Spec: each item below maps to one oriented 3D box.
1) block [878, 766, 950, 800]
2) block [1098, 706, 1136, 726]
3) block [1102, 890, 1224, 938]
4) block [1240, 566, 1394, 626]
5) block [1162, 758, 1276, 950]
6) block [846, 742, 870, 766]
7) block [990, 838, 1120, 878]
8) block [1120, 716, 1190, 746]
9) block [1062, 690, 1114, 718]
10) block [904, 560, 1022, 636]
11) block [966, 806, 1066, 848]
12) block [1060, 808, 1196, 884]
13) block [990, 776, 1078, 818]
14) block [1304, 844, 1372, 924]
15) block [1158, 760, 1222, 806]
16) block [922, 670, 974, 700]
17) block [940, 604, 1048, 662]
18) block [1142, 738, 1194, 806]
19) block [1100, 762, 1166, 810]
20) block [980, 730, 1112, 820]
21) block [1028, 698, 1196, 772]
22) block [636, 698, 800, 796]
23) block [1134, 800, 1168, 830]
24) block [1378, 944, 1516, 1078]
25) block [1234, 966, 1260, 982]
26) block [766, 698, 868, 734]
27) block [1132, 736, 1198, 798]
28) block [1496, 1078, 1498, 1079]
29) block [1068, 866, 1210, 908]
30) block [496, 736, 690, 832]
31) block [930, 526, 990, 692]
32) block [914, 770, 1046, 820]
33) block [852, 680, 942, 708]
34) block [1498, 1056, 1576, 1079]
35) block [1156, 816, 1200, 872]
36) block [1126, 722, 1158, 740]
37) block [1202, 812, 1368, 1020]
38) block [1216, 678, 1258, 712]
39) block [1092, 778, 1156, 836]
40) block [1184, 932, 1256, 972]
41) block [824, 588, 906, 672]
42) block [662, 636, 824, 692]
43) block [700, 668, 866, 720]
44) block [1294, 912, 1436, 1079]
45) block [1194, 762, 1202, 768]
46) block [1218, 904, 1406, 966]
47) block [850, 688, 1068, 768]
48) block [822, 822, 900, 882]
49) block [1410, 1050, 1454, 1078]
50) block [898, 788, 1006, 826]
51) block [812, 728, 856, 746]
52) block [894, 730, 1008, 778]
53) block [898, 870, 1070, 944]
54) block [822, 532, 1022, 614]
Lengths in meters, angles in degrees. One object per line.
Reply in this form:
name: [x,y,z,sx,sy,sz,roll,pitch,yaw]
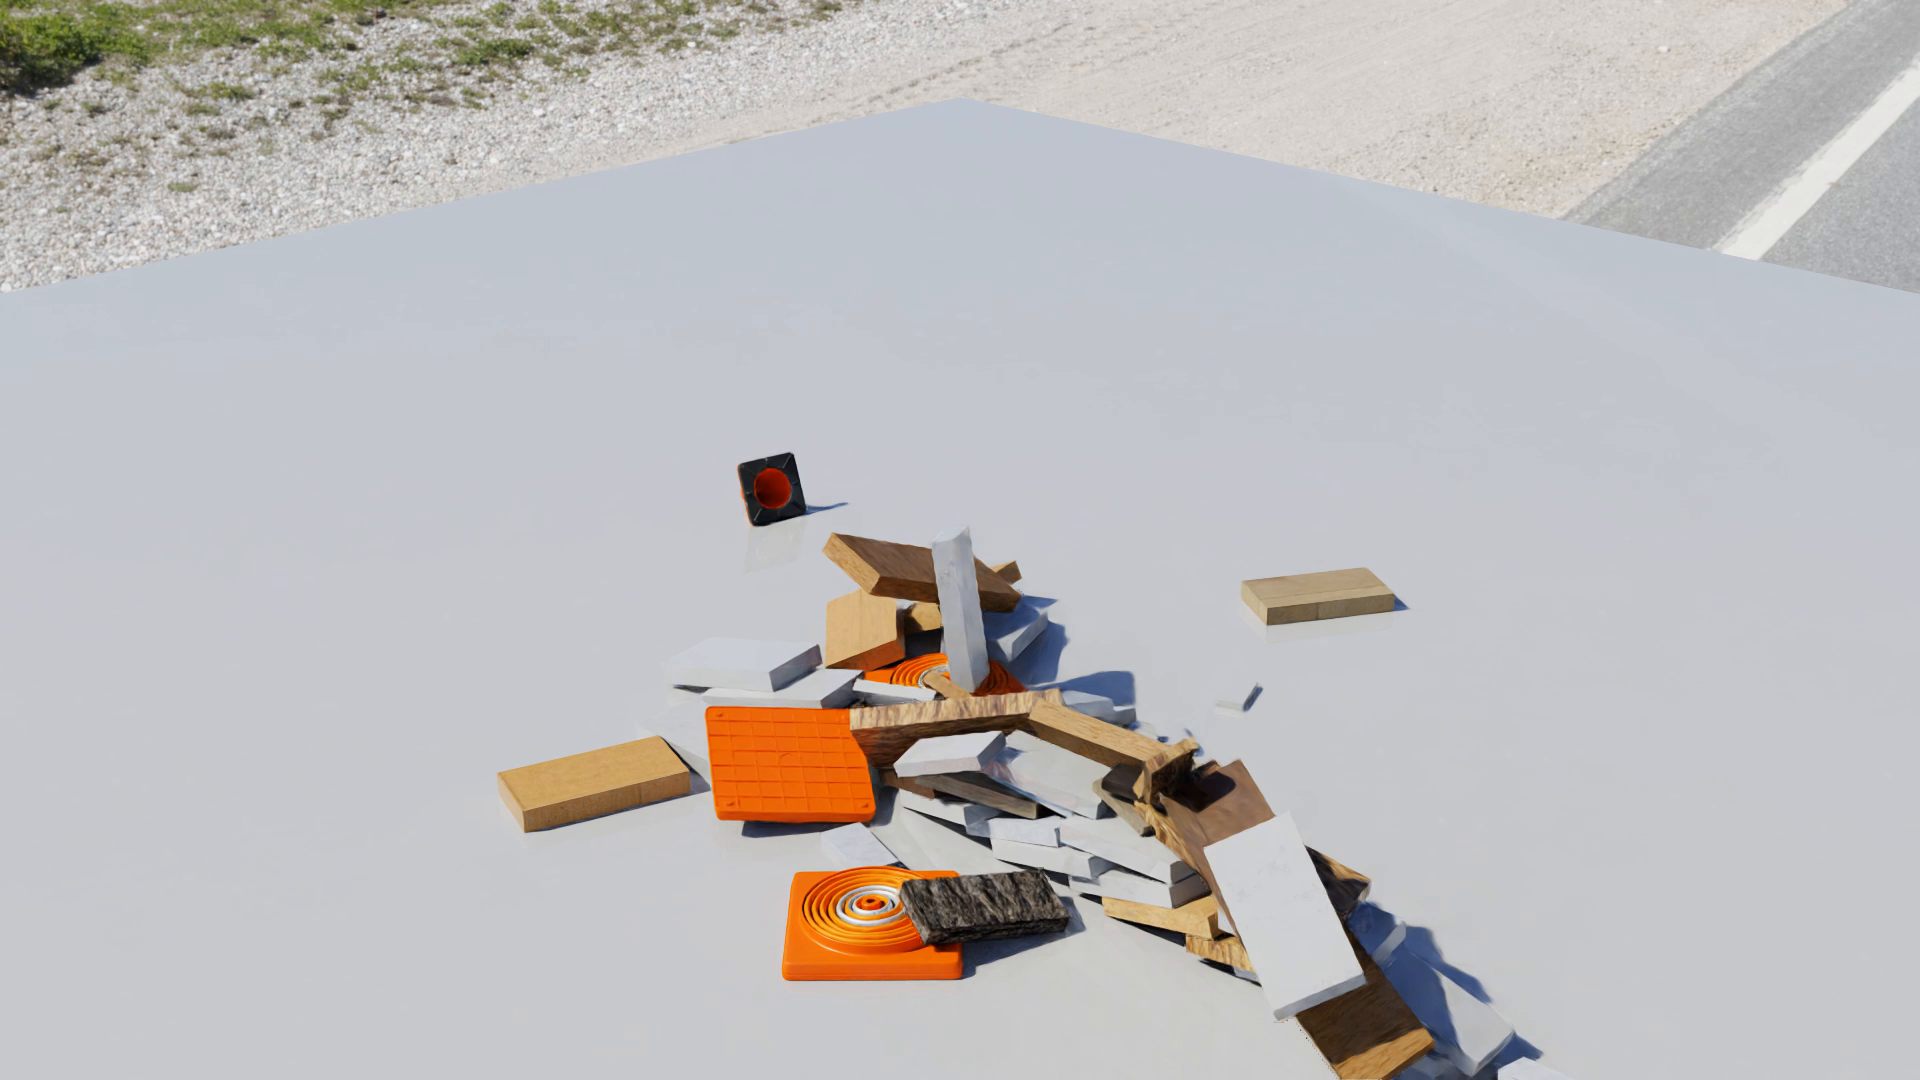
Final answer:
block: [-0.060,0.479,4.480,0.118,0.034,0.237,-14,10,-28]
block: [0.245,0.388,4.689,0.241,0.034,0.121,-7,3,-35]
block: [0.409,0.663,4.031,0.144,0.041,0.289,-19,12,-35]
block: [0.874,0.137,5.379,0.331,0.047,0.166,-6,24,-14]
block: [0.483,0.533,3.758,0.157,0.044,0.314,-28,47,0]
block: [-0.109,0.424,4.623,0.237,0.034,0.118,-10,14,20]
block: [0.205,0.588,4.225,0.141,0.040,0.282,-19,13,-37]
block: [0.363,0.433,4.696,0.241,0.034,0.121,-6,24,-13]
block: [0.227,0.355,4.711,0.121,0.034,0.241,-6,2,-18]
block: [-0.012,0.142,5.281,0.166,0.047,0.331,-15,9,39]
block: [0.142,0.548,4.290,0.128,0.036,0.256,-20,13,-40]
block: [0.335,0.556,4.083,0.141,0.040,0.282,-19,23,-39]
block: [0.167,0.469,4.261,0.203,0.029,0.101,24,31,33]
block: [0.578,0.584,3.817,0.239,0.034,0.120,26,50,29]
block: [0.466,0.498,3.865,0.120,0.034,0.239,-27,46,-16]
block: [0.031,0.371,4.669,0.237,0.118,0.034,32,72,28]
block: [0.083,0.211,5.127,0.166,0.047,0.331,7,13,15]
block: [0.368,0.415,3.905,0.085,0.290,0.024,-30,72,-6]
block: [0.344,0.460,4.092,0.146,0.021,0.073,16,29,24]
block: [0.183,0.450,4.229,0.259,0.037,0.130,20,30,27]
block: [0.305,0.417,4.237,0.335,0.167,0.047,18,64,30]
block: [-0.517,0.436,4.672,0.336,0.048,0.168,20,30,39]
block: [0.391,0.516,4.036,0.073,0.021,0.146,-12,32,-30]
block: [0.797,0.788,3.714,0.253,0.036,0.126,35,39,29]
block: [0.621,0.754,3.869,0.253,0.036,0.126,8,21,45]
block: [-0.308,0.381,4.751,0.199,0.028,0.099,-7,16,28]
block: [0.372,0.413,3.985,0.085,0.169,0.024,-25,71,-19]
block: [0.936,0.910,3.593,0.126,0.018,0.063,15,27,31]
block: [0.345,0.625,4.090,0.141,0.040,0.282,-19,11,-36]
block: [-0.753,0.499,4.522,0.353,0.050,0.176,-12,26,-25]
block: [0.002,0.150,4.786,0.047,0.335,0.167,-6,10,14]
block: [0.055,0.468,4.317,0.256,0.036,0.128,15,27,19]
block: [-0.123,0.348,4.726,0.199,0.099,0.028,6,58,29]
block: [0.947,0.883,3.584,0.063,0.018,0.126,-16,17,-32]
block: [0.474,0.554,3.910,0.120,0.034,0.239,-31,48,-27]
block: [0.385,0.441,4.625,0.061,0.017,0.122,4,50,-5]
block: [0.531,0.615,3.611,0.157,0.044,0.314,-24,53,3]
block: [0.620,0.345,4.926,0.061,0.017,0.122,9,25,21]
block: [0.323,0.492,4.111,0.073,0.021,0.154,-14,37,-32]
block: [0.557,0.716,3.890,0.144,0.041,0.289,-20,20,-41]
block: [-0.222,0.207,5.128,0.176,0.050,0.353,-21,22,6]
block: [-0.489,0.276,4.917,0.336,0.048,0.168,1,20,39]
block: [-0.386,0.335,4.813,0.336,0.048,0.168,-1,19,34]
block: [0.624,0.749,3.637,0.157,0.044,0.314,-35,62,-3]
block: [0.485,0.487,4.592,0.122,0.017,0.061,13,26,28]
block: [0.608,0.665,3.813,0.289,0.041,0.144,16,37,38]
block: [0.008,0.382,4.432,0.429,0.167,0.047,-7,55,13]
block: [-0.195,0.609,4.295,0.085,0.024,0.170,-12,26,-26]
block: [0.745,0.826,3.768,0.126,0.036,0.253,-21,31,-40]
block: [-0.003,0.517,4.402,0.128,0.036,0.256,-14,10,-29]
block: [-0.205,0.399,4.694,0.199,0.028,0.099,-9,14,23]
block: [-0.019,0.414,4.258,0.202,0.029,0.101,-10,19,36]
block: [0.045,0.670,4.028,0.289,0.037,0.130,0,34,-28]
block: [-0.080,0.078,4.995,0.176,0.050,0.509,40,19,35]
